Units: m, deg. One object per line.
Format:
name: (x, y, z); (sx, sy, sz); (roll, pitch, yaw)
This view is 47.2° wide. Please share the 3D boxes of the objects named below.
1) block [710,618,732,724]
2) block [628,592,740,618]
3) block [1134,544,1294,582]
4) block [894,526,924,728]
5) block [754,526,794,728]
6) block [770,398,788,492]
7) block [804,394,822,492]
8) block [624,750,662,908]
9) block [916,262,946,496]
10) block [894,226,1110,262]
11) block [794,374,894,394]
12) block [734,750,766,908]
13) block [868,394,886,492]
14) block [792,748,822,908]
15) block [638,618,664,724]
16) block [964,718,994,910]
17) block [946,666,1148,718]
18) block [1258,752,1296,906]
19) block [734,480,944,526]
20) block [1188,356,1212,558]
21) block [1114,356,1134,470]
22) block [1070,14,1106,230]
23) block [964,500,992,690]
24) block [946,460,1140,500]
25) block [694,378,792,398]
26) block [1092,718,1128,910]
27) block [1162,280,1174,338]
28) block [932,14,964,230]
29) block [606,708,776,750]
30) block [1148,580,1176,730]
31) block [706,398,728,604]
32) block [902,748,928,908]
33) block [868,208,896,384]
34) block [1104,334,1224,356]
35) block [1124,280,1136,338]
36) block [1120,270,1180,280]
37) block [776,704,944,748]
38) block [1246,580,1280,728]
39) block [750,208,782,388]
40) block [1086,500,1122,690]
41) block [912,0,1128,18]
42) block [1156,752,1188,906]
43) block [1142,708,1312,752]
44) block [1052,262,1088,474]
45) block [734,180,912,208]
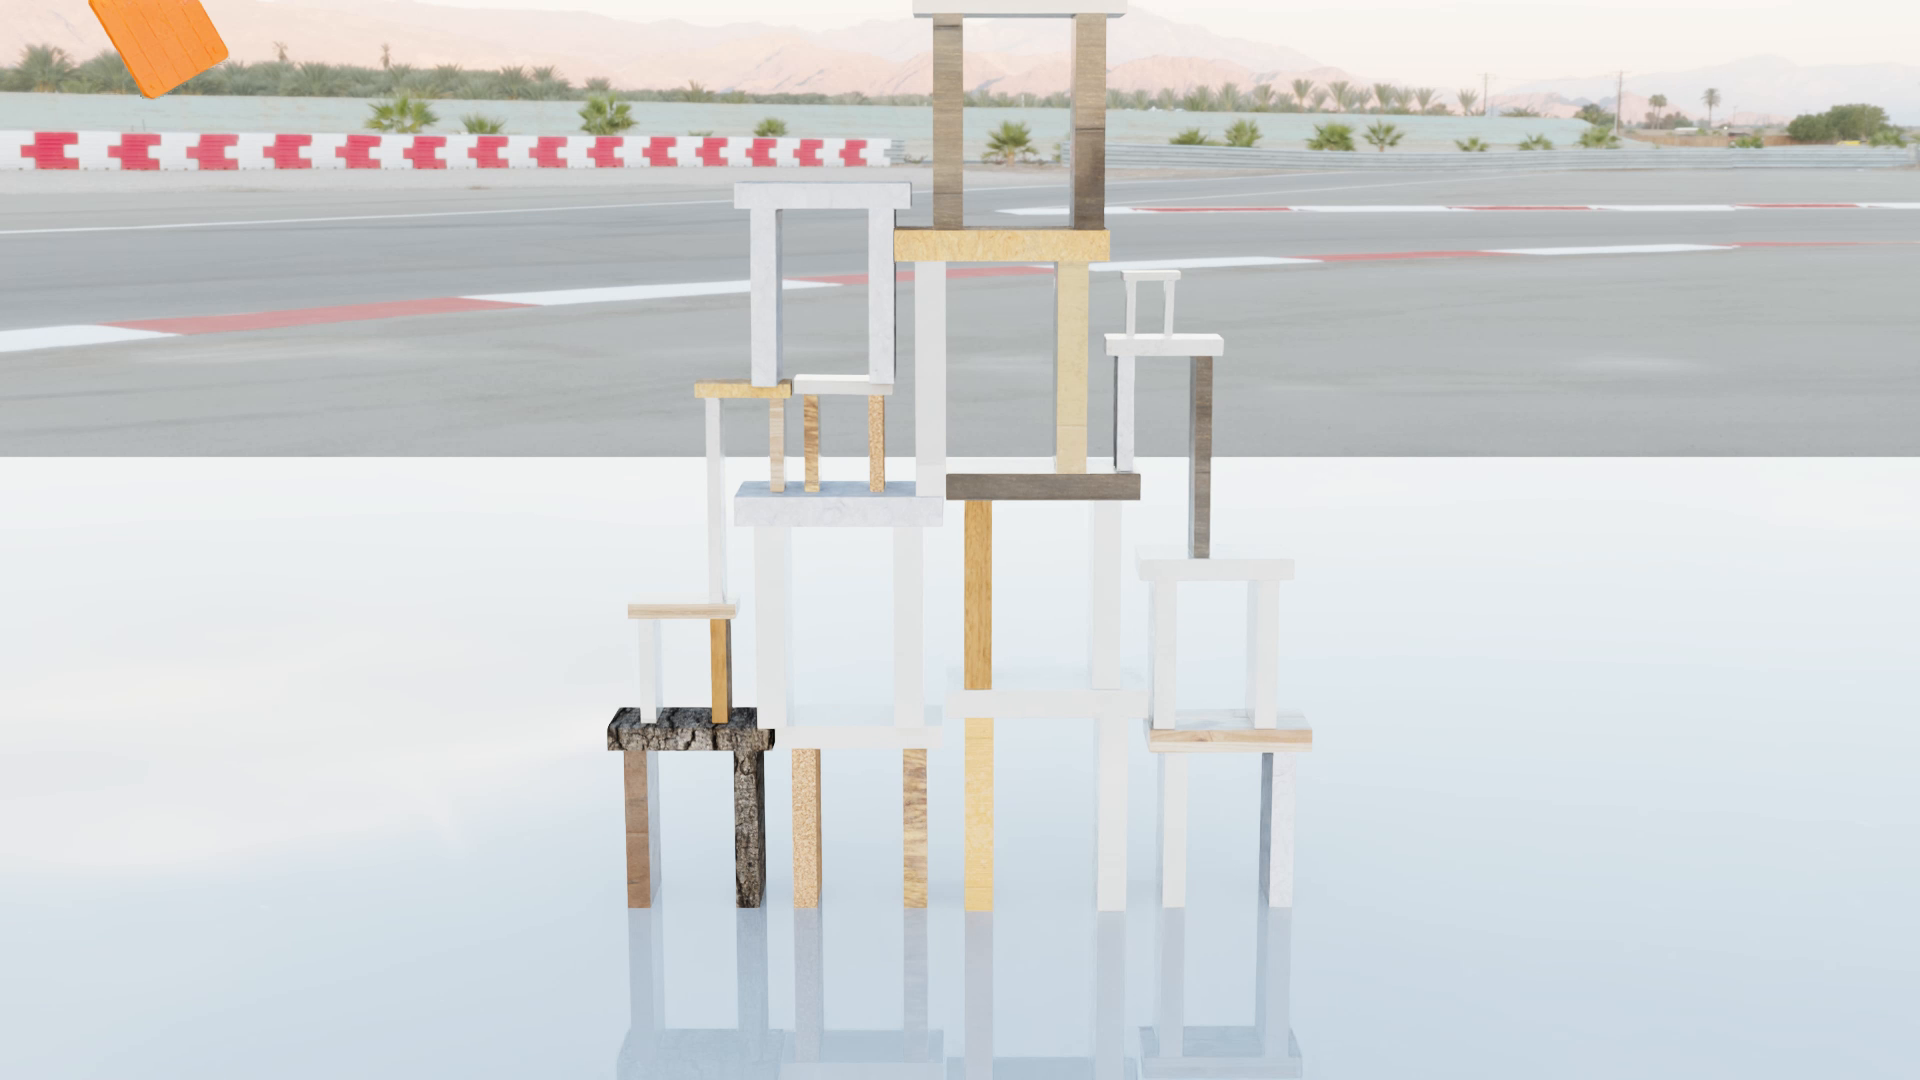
block: (-0.391, 0.205, 3.603); (0.025, 0.174, 0.087); (0, 11, 0)
block: (-0.449, 0.107, 3.584); (0.174, 0.025, 0.087); (0, 11, 0)
block: (0.411, 0.036, 3.568); (0.246, 0.035, 0.123); (0, 11, 0)
block: (-0.082, 0.125, 3.580); (0.047, 0.329, 0.165); (0, 11, 0)
block: (-0.302, 0.125, 3.580); (0.047, 0.329, 0.165); (0, 11, 0)
block: (-0.291, -0.158, 3.531); (0.021, 0.151, 0.076); (0, 11, -1)
block: (-0.237, -0.160, 3.534); (0.022, 0.156, 0.078); (0, 11, 0)
block: (-0.525, 0.460, 3.642); (0.038, 0.266, 0.133); (0, 11, 0)
block: (-0.046, -0.264, 3.511); (0.047, 0.369, 0.166); (0, 11, 0)
block: (0.065, -0.469, 3.472); (0.332, 0.047, 0.166); (0, 11, 0)
block: (-0.185, -0.248, 3.516); (0.156, 0.022, 0.078); (1, 11, -1)
block: (-0.348, 0.460, 3.642); (0.038, 0.266, 0.133); (0, 11, 0)
block: (-0.133, -0.160, 3.533); (0.022, 0.156, 0.078); (0, 11, 0)
block: (-0.253, 0.458, 3.643); (0.038, 0.270, 0.135); (0, 11, 0)
block: (-0.506, 0.205, 3.603); (0.025, 0.174, 0.087); (0, 11, 0)
block: (0.031, 0.431, 3.638); (0.046, 0.325, 0.162); (0, 11, 0)
block: (0.139, 0.248, 3.604); (0.325, 0.046, 0.162); (0, 11, 0)
block: (0.526, 0.461, 3.646); (0.037, 0.263, 0.131); (0, 11, 0)
block: (-0.192, -0.059, 3.545); (0.329, 0.047, 0.165); (0, 11, 0)
block: (0.385, -0.138, 3.528); (0.026, 0.323, 0.091); (0, 11, 0)
block: (0.262, -0.208, 3.517); (0.026, 0.183, 0.091); (0, 11, 0)
block: (0.199, -0.652, 3.438); (0.046, 0.326, 0.163); (0, 11, 0)
block: (0.029, 0.075, 3.570); (0.043, 0.307, 0.153); (0, 11, 0)
block: (0.131, -0.097, 3.538); (0.307, 0.043, 0.153); (0, 11, 0)
block: (-0.345, -0.243, 3.514); (0.151, 0.021, 0.076); (0, 11, -2)
block: (0.248, 0.431, 3.638); (0.046, 0.325, 0.162); (0, 11, 0)
block: (0.330, -0.368, 3.486); (0.013, 0.090, 0.045); (2, 11, 1)
block: (-0.018, -0.652, 3.438); (0.046, 0.326, 0.163); (0, 11, 0)
block: (-0.436, 0.310, 3.614); (0.266, 0.038, 0.133); (0, 11, 0)
block: (0.330, 0.174, 3.595); (0.035, 0.246, 0.123); (0, 11, 0)
block: (-0.393, -0.068, 3.549); (0.021, 0.333, 0.076); (0, 11, 0)
block: (-0.073, 0.458, 3.643); (0.038, 0.270, 0.135); (0, 11, 0)
block: (-0.122, -0.391, 3.483); (0.038, 0.271, 0.135); (0, 11, 0)
block: (0.323, -0.311, 3.495); (0.183, 0.026, 0.091); (0, 11, 1)
block: (0.270, -0.367, 3.484); (0.013, 0.090, 0.045); (0, 11, 0)
block: (0.300, -0.418, 3.474); (0.090, 0.013, 0.045); (-1, 11, -2)
block: (-0.163, 0.306, 3.615); (0.270, 0.038, 0.135); (0, 11, 0)
block: (0.493, 0.173, 3.594); (0.035, 0.246, 0.123); (0, 11, 0)
block: (-0.306, -0.388, 3.484); (0.038, 0.276, 0.135); (1, 11, 0)
block: (0.234, 0.075, 3.571); (0.043, 0.307, 0.153); (0, 11, 0)
block: (0.091, -0.835, 3.404); (0.326, 0.046, 0.163); (0, 11, 0)
block: (0.351, 0.460, 3.647); (0.037, 0.263, 0.131); (0, 10, 0)
block: (0.438, 0.313, 3.619); (0.263, 0.037, 0.131); (0, 11, 0)
block: (0.175, -0.283, 3.507); (0.047, 0.332, 0.166); (0, 11, 0)
block: (-0.213, -0.543, 3.453); (0.271, 0.038, 0.135); (0, 11, 0)
